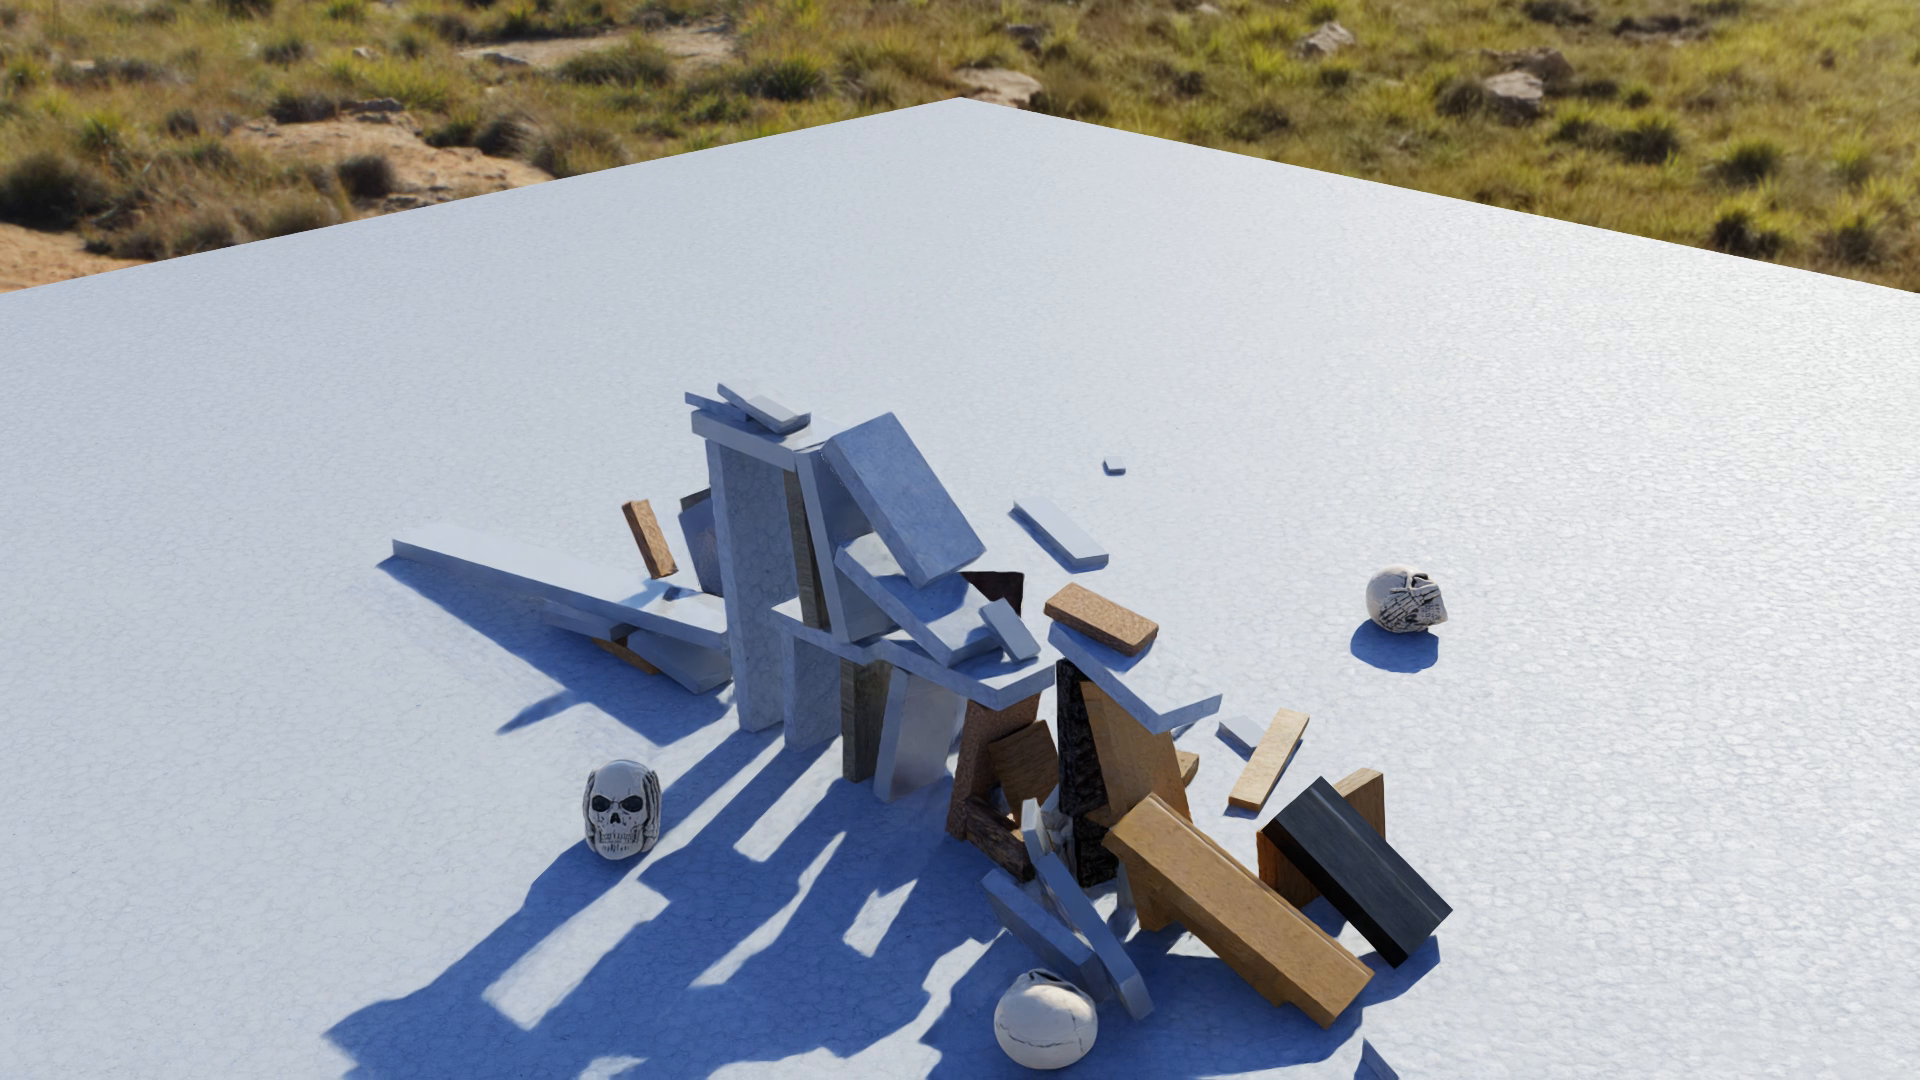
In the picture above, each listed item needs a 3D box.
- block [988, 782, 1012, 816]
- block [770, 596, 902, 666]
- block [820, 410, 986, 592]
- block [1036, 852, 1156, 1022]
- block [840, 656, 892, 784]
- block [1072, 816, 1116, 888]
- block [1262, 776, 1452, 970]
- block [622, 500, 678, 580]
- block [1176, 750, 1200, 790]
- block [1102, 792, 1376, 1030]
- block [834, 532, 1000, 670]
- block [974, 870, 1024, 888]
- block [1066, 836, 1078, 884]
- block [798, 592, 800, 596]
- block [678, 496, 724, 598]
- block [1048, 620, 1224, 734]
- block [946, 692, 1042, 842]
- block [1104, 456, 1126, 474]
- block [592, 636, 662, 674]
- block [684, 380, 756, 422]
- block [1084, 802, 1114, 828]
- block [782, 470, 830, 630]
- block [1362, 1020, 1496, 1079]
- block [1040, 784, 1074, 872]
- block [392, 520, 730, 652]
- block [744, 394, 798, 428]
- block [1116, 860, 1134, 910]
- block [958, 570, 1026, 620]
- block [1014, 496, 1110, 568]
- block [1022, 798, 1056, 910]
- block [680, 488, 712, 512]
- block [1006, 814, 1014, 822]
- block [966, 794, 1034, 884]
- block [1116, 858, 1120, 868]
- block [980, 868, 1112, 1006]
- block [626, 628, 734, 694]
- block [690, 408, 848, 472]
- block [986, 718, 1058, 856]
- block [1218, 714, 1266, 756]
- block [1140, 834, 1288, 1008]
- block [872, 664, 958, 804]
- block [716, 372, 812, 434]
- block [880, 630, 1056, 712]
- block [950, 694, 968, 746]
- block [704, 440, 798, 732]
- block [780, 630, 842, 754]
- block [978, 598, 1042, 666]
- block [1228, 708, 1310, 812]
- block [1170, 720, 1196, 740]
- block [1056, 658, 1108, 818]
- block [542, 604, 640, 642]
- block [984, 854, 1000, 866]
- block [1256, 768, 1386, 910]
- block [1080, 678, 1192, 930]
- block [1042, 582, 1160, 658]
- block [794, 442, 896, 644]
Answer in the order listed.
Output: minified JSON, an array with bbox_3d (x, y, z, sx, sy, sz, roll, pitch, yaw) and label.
[{"bbox_3d":[0.089,0.535,4.354,0.016,0.113,0.057,7,21,44],"label":"block"},{"bbox_3d":[-0.249,0.179,4.571,0.280,0.040,0.140,20,30,40],"label":"block"},{"bbox_3d":[-0.111,-0.080,4.372,0.173,0.049,0.346,-26,78,-42],"label":"block"},{"bbox_3d":[0.234,0.691,3.838,0.041,0.145,0.290,-31,49,-7],"label":"block"},{"bbox_3d":[-0.181,0.352,4.572,0.040,0.280,0.140,21,31,40],"label":"block"},{"bbox_3d":[0.256,0.581,4.196,0.076,0.152,0.022,-15,16,-30],"label":"block"},{"bbox_3d":[0.728,0.605,4.026,0.340,0.048,0.170,46,45,13],"label":"block"},{"bbox_3d":[-0.730,-0.001,5.181,0.026,0.186,0.093,-25,-3,18],"label":"block"},{"bbox_3d":[0.388,0.503,4.528,0.131,0.037,0.263,10,25,22],"label":"block"},{"bbox_3d":[0.489,0.650,3.885,0.507,0.041,0.145,38,42,18],"label":"block"},{"bbox_3d":[-0.072,0.106,4.346,0.173,0.049,0.346,-21,51,-40],"label":"block"},{"bbox_3d":[0.075,0.649,4.212,0.093,0.013,0.046,1,25,1],"label":"block"},{"bbox_3d":[0.229,0.610,4.205,0.046,0.093,0.013,-14,16,-30],"label":"block"},{"bbox_3d":[-0.206,0.175,5.134,0.407,0.170,0.048,4,58,10],"label":"block"},{"bbox_3d":[-0.560,0.042,5.276,0.156,0.312,0.044,-29,-26,15],"label":"block"},{"bbox_3d":[0.314,0.228,3.974,0.153,0.043,0.307,-15,40,-35],"label":"block"},{"bbox_3d":[0.066,0.429,4.333,0.162,0.323,0.046,-21,42,-41],"label":"block"},{"bbox_3d":[0.440,-0.214,6.248,0.049,0.014,0.097,-2,23,-5],"label":"block"},{"bbox_3d":[-0.744,0.244,5.142,0.120,0.034,0.239,-20,30,-39],"label":"block"},{"bbox_3d":[-0.481,-0.292,4.618,0.186,0.026,0.093,19,29,38],"label":"block"},{"bbox_3d":[0.282,0.508,4.138,0.076,0.022,0.152,-20,28,-39],"label":"block"},{"bbox_3d":[-0.266,-0.003,4.517,0.047,0.334,0.167,10,24,42],"label":"block"},{"bbox_3d":[0.794,0.896,3.597,0.145,0.041,0.290,-8,24,-18],"label":"block"},{"bbox_3d":[0.209,0.545,4.214,0.026,0.182,0.091,14,50,35],"label":"block"},{"bbox_3d":[-0.945,0.099,5.334,1.226,0.044,0.156,13,26,39],"label":"block"},{"bbox_3d":[-0.385,-0.262,4.473,0.101,0.014,0.050,29,36,25],"label":"block"},{"bbox_3d":[0.331,0.610,4.127,0.076,0.152,0.022,-21,33,-40],"label":"block"},{"bbox_3d":[0.049,0.227,4.937,0.170,0.048,0.340,2,57,8],"label":"block"},{"bbox_3d":[0.263,-0.025,5.787,0.091,0.026,0.427,-8,24,-19],"label":"block"},{"bbox_3d":[0.153,0.589,4.117,0.027,0.190,0.095,-13,28,9],"label":"block"},{"bbox_3d":[-0.571,0.017,5.356,0.156,0.044,0.312,-20,66,6],"label":"block"},{"bbox_3d":[0.134,0.564,4.351,0.113,0.016,0.057,-3,41,-46],"label":"block"},{"bbox_3d":[0.076,0.575,4.242,0.027,0.095,0.190,-18,30,-30],"label":"block"},{"bbox_3d":[0.295,0.604,4.255,0.125,0.063,0.018,-10,16,-22],"label":"block"},{"bbox_3d":[0.151,0.701,3.891,0.037,0.131,0.272,-40,47,-17],"label":"block"},{"bbox_3d":[-0.636,0.264,5.026,0.239,0.034,0.120,30,37,32],"label":"block"},{"bbox_3d":[-0.387,-0.224,4.551,0.167,0.047,0.334,-21,30,-40],"label":"block"},{"bbox_3d":[0.154,0.495,4.277,0.131,0.263,0.037,-21,2,-41],"label":"block"},{"bbox_3d":[0.622,0.420,4.746,0.067,0.019,0.134,-10,25,-22],"label":"block"},{"bbox_3d":[0.506,0.682,3.962,0.170,0.048,0.340,-21,49,-40],"label":"block"},{"bbox_3d":[-0.084,0.370,4.472,0.162,0.323,0.046,-21,43,-41],"label":"block"},{"bbox_3d":[-0.405,-0.285,4.540,0.186,0.026,0.093,34,38,31],"label":"block"},{"bbox_3d":[0.014,0.237,4.310,0.323,0.046,0.162,21,31,41],"label":"block"},{"bbox_3d":[-0.011,0.353,4.773,0.095,0.027,0.190,28,52,13],"label":"block"},{"bbox_3d":[-0.431,0.081,4.731,0.167,0.653,0.047,-21,24,-41],"label":"block"},{"bbox_3d":[-0.313,0.301,4.693,0.040,0.280,0.140,21,30,39],"label":"block"},{"bbox_3d":[0.096,0.177,4.274,0.065,0.018,0.131,-21,68,-40],"label":"block"},{"bbox_3d":[0.652,0.458,4.622,0.067,0.019,0.380,13,29,20],"label":"block"},{"bbox_3d":[0.468,0.394,4.808,0.067,0.019,0.134,14,27,30],"label":"block"},{"bbox_3d":[0.251,0.349,4.096,0.153,0.307,0.043,-20,27,-40],"label":"block"},{"bbox_3d":[-0.862,0.184,5.202,0.239,0.034,0.120,12,25,39],"label":"block"},{"bbox_3d":[0.108,0.610,4.302,0.113,0.016,0.057,-6,24,-13],"label":"block"},{"bbox_3d":[0.691,0.574,4.183,0.048,0.170,0.340,12,25,44],"label":"block"},{"bbox_3d":[0.345,0.467,4.065,0.153,0.481,0.043,-21,11,-40],"label":"block"},{"bbox_3d":[0.258,0.144,4.022,0.190,0.027,0.095,26,35,23],"label":"block"},{"bbox_3d":[-0.214,-0.006,4.455,0.173,0.395,0.049,-21,15,-40],"label":"block"}]
